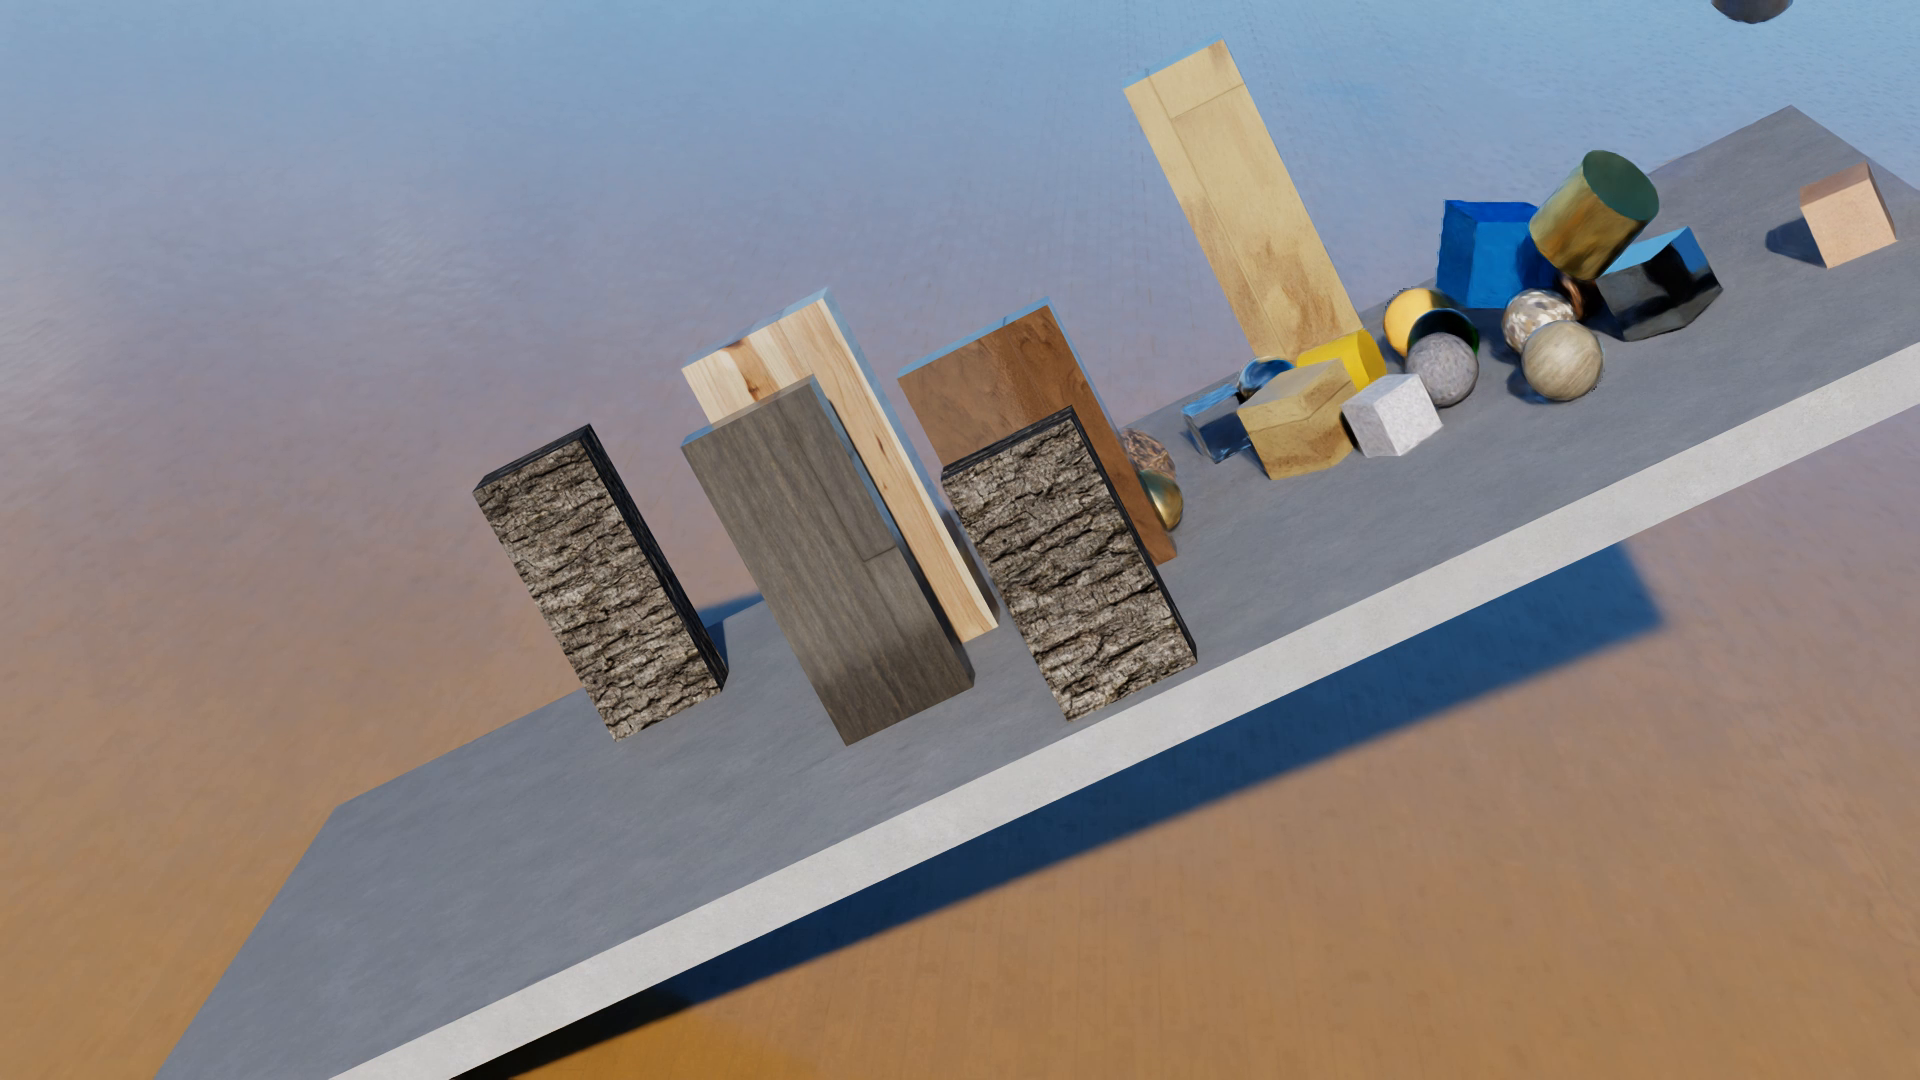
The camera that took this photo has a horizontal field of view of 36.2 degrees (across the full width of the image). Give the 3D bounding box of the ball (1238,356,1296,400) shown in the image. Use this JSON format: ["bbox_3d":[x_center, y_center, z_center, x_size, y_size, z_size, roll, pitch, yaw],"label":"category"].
[{"bbox_3d":[0.688,-0.335,6.513,0.148,0.148,0.148,0,17,0],"label":"ball"}]

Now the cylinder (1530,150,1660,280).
[{"bbox_3d":[1.225,-0.627,5.680,0.178,0.178,0.178,17,47,-19],"label":"cylinder"}]

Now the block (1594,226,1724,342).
[{"bbox_3d":[1.370,-0.501,5.772,0.147,0.147,0.147,-38,13,-35],"label":"block"}]

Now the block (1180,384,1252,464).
[{"bbox_3d":[0.578,-0.257,6.507,0.119,0.119,0.119,-29,14,-4],"label":"block"}]

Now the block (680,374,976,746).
[{"bbox_3d":[-0.257,0.044,5.820,0.287,0.694,0.082,-26,14,10],"label":"block"}]

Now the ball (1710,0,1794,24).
[{"bbox_3d":[1.603,-1.143,5.945,0.195,0.195,0.195,0,17,0],"label":"ball"}]

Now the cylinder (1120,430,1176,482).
[{"bbox_3d":[0.345,-0.119,6.337,0.176,0.176,0.176,11,36,33],"label":"cylinder"}]

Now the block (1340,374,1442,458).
[{"bbox_3d":[0.867,-0.250,5.914,0.122,0.122,0.122,-33,15,-21],"label":"block"}]

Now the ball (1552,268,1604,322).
[{"bbox_3d":[1.267,-0.524,6.084,0.145,0.145,0.145,0,17,0],"label":"ball"}]

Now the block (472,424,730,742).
[{"bbox_3d":[-0.821,0.100,6.758,0.279,0.670,0.144,-26,14,10],"label":"block"}]

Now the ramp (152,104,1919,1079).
[{"bbox_3d":[0.140,0.168,6.281,4.000,0.100,2.000,-26,14,10],"label":"ramp"}]

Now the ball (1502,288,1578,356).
[{"bbox_3d":[1.170,-0.436,5.942,0.150,0.150,0.150,0,17,0],"label":"ball"}]

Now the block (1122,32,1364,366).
[{"bbox_3d":[0.662,-0.772,6.836,0.252,0.768,0.149,-26,14,10],"label":"block"}]

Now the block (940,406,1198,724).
[{"bbox_3d":[0.199,0.045,5.319,0.260,0.509,0.101,-26,14,10],"label":"block"}]

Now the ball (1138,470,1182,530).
[{"bbox_3d":[0.392,-0.074,6.130,0.144,0.144,0.144,0,17,0],"label":"ball"}]

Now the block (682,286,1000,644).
[{"bbox_3d":[-0.242,-0.101,6.131,0.330,0.781,0.115,-26,14,10],"label":"block"}]

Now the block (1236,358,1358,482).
[{"bbox_3d":[0.717,-0.250,6.101,0.171,0.171,0.171,-12,21,48],"label":"block"}]

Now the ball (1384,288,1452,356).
[{"bbox_3d":[0.998,-0.469,6.387,0.155,0.155,0.155,0,17,0],"label":"ball"}]

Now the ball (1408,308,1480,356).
[{"bbox_3d":[1.012,-0.411,6.162,0.149,0.149,0.149,0,17,0],"label":"ball"}]

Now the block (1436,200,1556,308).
[{"bbox_3d":[1.107,-0.587,6.053,0.181,0.181,0.181,0,20,-12],"label":"block"}]

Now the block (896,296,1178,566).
[{"bbox_3d":[0.159,-0.157,5.973,0.338,0.584,0.087,-26,14,10],"label":"block"}]

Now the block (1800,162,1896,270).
[{"bbox_3d":[1.697,-0.622,5.626,0.134,0.134,0.134,-23,15,22],"label":"block"}]

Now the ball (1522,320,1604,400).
[{"bbox_3d":[1.154,-0.345,5.633,0.154,0.154,0.154,0,17,0],"label":"ball"}]

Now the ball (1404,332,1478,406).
[{"bbox_3d":[0.979,-0.347,5.986,0.151,0.151,0.151,0,17,0],"label":"ball"}]

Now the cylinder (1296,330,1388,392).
[{"bbox_3d":[0.826,-0.361,6.347,0.146,0.146,0.146,-21,7,27],"label":"cylinder"}]
